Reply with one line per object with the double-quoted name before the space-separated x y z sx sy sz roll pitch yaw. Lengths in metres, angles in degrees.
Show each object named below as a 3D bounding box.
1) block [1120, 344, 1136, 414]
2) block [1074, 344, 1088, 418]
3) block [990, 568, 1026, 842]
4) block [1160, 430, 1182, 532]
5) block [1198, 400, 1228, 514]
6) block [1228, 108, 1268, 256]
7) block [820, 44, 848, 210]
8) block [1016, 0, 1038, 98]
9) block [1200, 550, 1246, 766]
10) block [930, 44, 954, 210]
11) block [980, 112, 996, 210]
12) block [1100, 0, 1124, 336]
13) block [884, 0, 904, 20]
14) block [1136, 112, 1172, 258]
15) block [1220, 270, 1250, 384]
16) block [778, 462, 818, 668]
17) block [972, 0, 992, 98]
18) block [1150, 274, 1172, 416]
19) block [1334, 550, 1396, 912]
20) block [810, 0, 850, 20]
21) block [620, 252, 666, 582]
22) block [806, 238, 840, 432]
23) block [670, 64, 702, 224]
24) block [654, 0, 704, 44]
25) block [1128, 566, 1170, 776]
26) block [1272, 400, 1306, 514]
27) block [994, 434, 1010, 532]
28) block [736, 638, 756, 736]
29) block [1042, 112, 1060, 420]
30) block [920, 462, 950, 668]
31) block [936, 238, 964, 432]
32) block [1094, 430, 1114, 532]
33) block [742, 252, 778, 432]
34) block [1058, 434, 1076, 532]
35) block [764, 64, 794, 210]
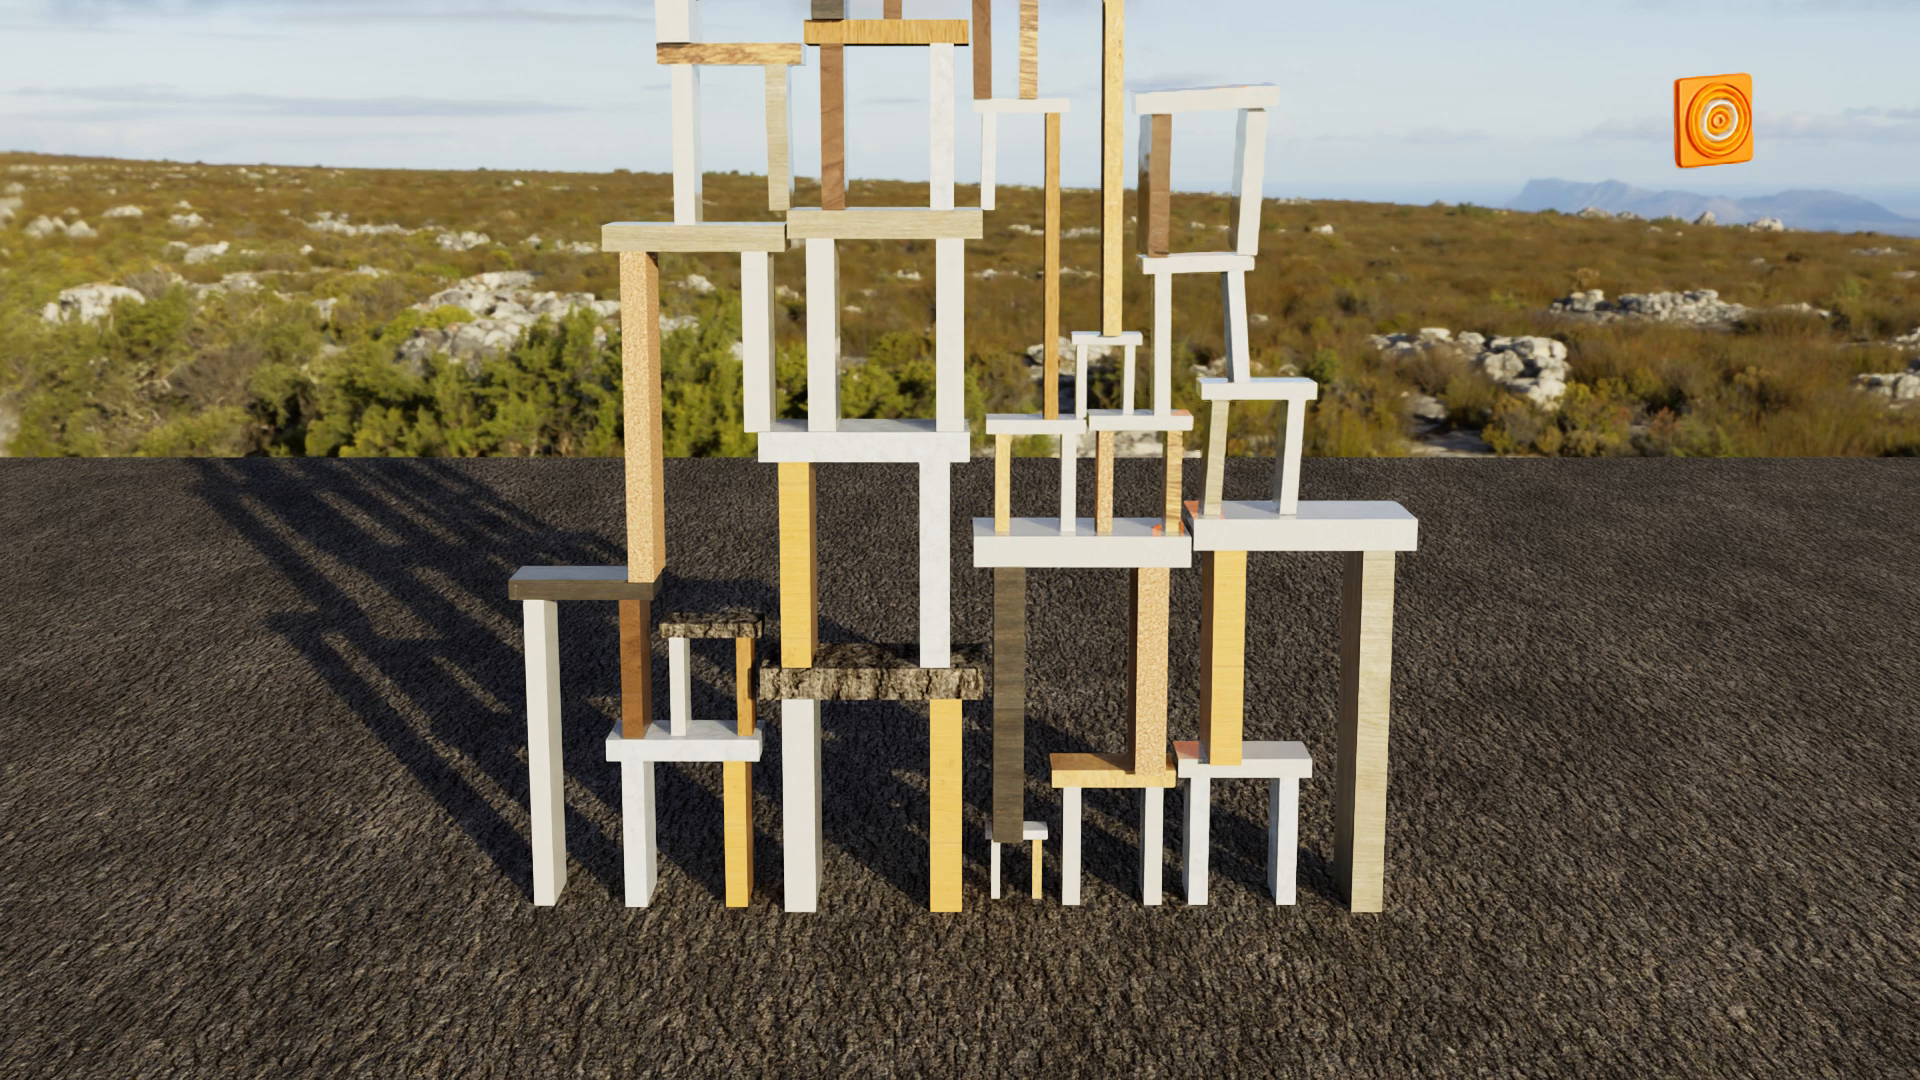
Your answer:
"block" 0.267 -0.259 3.511 0.016 0.111 0.055 0 11 -3
"block" 0.193 -0.256 3.511 0.016 0.118 0.055 0 11 0
"block" 0.078 0.251 3.605 0.049 0.456 0.172 0 11 0
"block" 0.340 -0.100 3.537 0.023 0.164 0.082 0 11 0
"block" 0.407 -0.138 3.533 0.026 0.182 0.091 3 10 -1
"block" 0.451 -0.566 3.454 0.031 0.220 0.110 2 16 -1
"block" -0.196 -0.644 3.436 0.036 0.252 0.126 0 11 0
"block" 0.105 -0.786 3.413 0.028 0.198 0.099 0 11 -1
"block" 0.428 0.174 3.591 0.050 0.352 0.176 0 10 0
"block" -0.028 -0.644 3.435 0.036 0.252 0.126 0 11 0
"block" 0.044 -0.594 3.445 0.021 0.149 0.074 1 11 0
"block" 0.238 -0.606 3.446 0.028 0.563 0.099 0 11 1
"block" -0.102 -0.902 3.389 0.028 0.201 0.100 0 11 0
"block" 0.304 -0.560 3.453 0.031 0.220 0.110 -1 13 -5
"block" 0.438 -0.342 3.501 0.025 0.175 0.088 -5 10 0
"block" -0.262 0.026 3.569 0.047 0.332 0.166 0 11 0
"block" 0.034 -0.845 3.399 0.028 0.319 0.100 0 11 2
"block" 0.318 -0.314 3.495 0.025 0.224 0.088 -1 11 0
"block" 0.662 0.295 3.614 0.050 0.600 0.176 0 11 0
"block" -0.200 -0.977 3.377 0.050 0.353 0.176 0 11 0
"block" -0.506 -0.202 3.516 0.040 0.522 0.141 0 11 0
"block" -0.216 -0.331 3.497 0.043 0.302 0.151 0 11 0
"block" -0.427 -0.619 3.443 0.031 0.244 0.111 0 11 0
"block" -0.435 -0.960 3.379 0.050 0.388 0.176 0 11 1
"block" 0.307 0.196 3.596 0.049 0.344 0.172 0 10 0
"block" 0.528 -0.139 3.534 0.026 0.182 0.091 3 9 0
"block" 0.068 -0.098 3.535 0.022 0.157 0.079 0 11 -1
"block" -0.350 0.231 3.605 0.023 0.164 0.082 0 11 0
"block" 0.144 -0.432 3.475 0.021 0.477 0.074 0 11 -1
"block" -0.040 0.026 3.569 0.047 0.332 0.166 0 11 0
"block" -0.015 -0.331 3.497 0.043 0.302 0.151 0 11 0
"block" 0.231 -0.101 3.536 0.023 0.164 0.082 0 11 0
"block" -0.318 -0.321 3.496 0.040 0.282 0.141 0 11 0
"block" 0.173 -0.098 3.536 0.022 0.158 0.079 0 11 -1
"block" -0.282 -0.630 3.442 0.031 0.221 0.111 -1 11 0
